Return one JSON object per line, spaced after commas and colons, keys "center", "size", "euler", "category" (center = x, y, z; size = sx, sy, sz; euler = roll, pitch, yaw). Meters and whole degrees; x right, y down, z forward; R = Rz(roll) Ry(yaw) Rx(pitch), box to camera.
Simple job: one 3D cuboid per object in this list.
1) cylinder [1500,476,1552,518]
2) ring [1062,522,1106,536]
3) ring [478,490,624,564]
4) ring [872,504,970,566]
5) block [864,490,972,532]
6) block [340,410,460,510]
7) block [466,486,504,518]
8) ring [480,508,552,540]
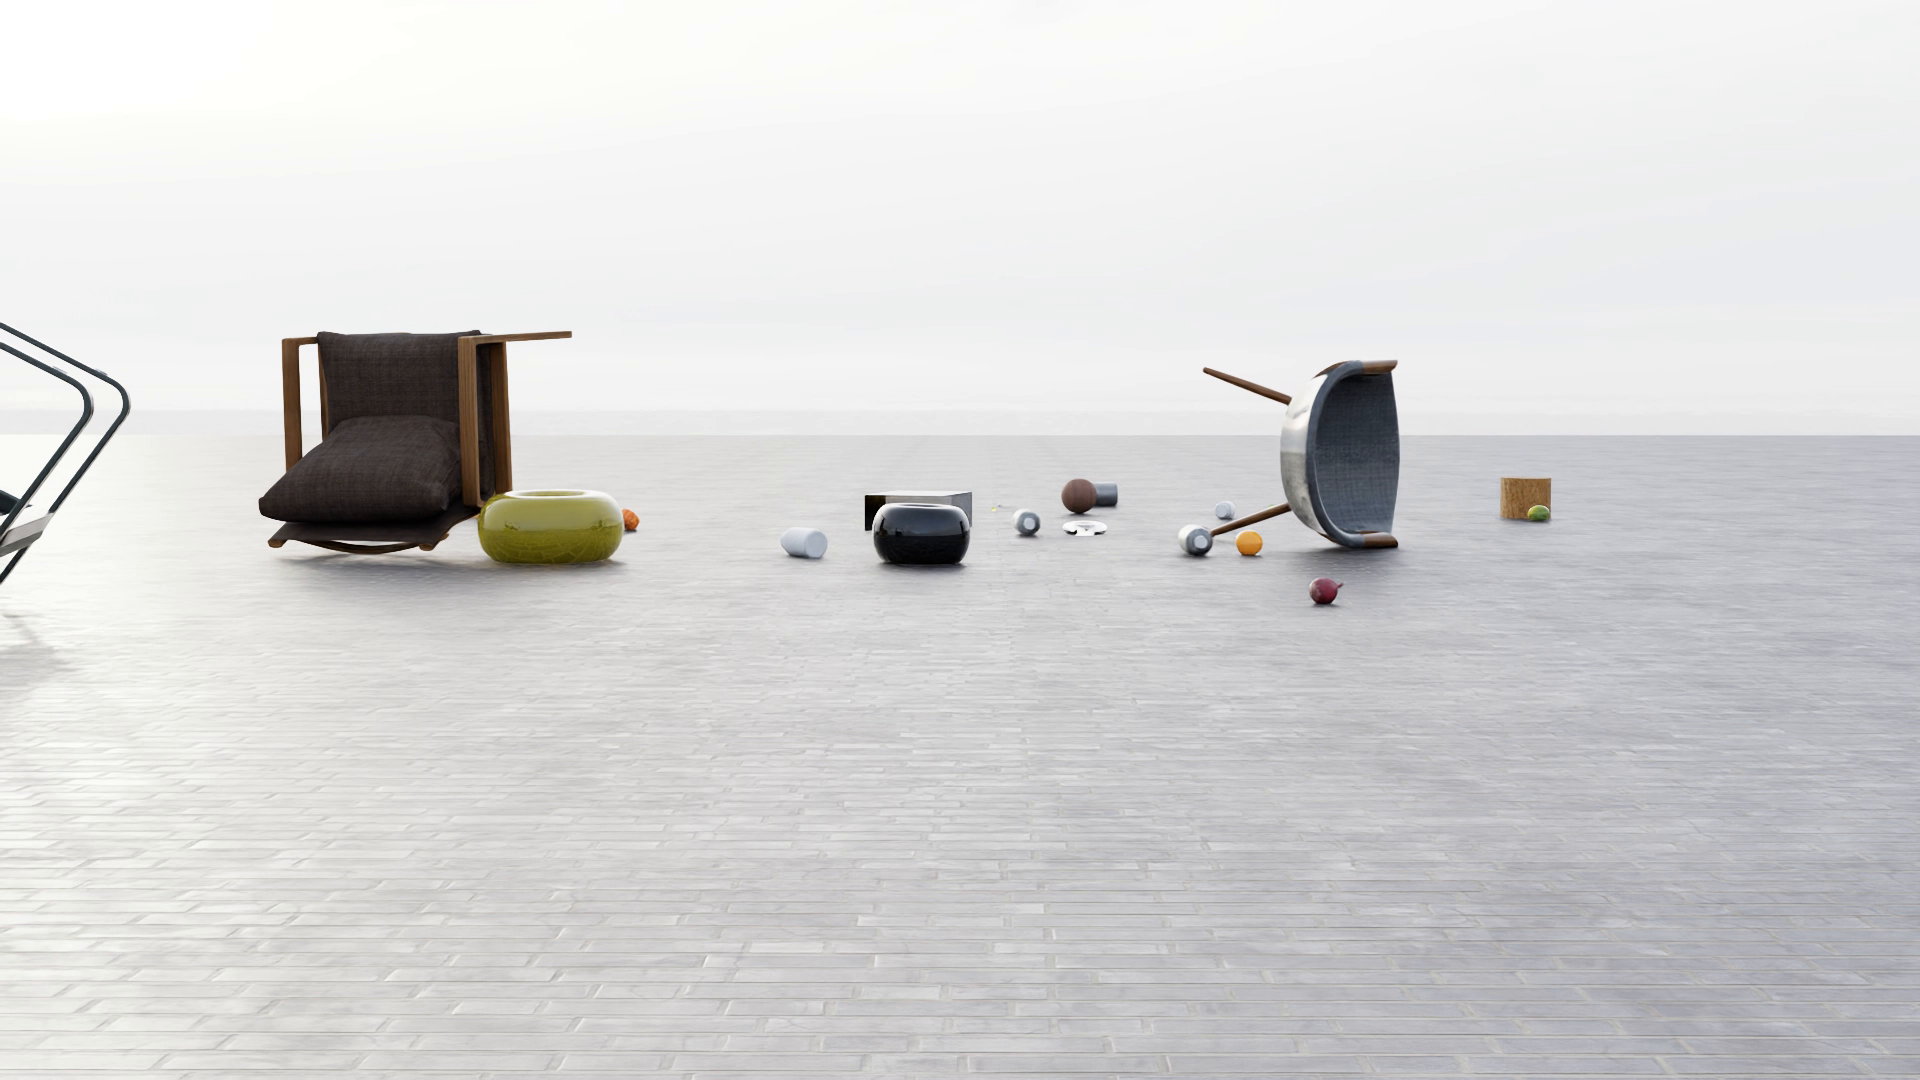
{"center": [1.983, -0.150, 7.713], "size": [0.169, 0.139, 0.213], "euler": [0, 4, -1], "category": "cylinder"}
{"center": [0.387, -0.036, 6.810], "size": [0.137, 0.037, 0.178], "euler": [2, 5, 13], "category": "ring"}
{"center": [-1.073, -0.034, 5.777], "size": [0.350, 0.178, 0.406], "euler": [5, 7, 36], "category": "ring"}
{"center": [-0.101, -0.015, 5.699], "size": [0.248, 0.150, 0.269], "euler": [-1, 5, -39], "category": "ring"}
{"center": [-0.131, -0.092, 7.047], "size": [0.260, 0.116, 0.303], "euler": [1, 4, 18], "category": "block"}
{"center": [-2.136, -0.311, 8.396], "size": [0.365, 0.367, 0.246], "euler": [2, 4, 25], "category": "block"}
{"center": [-1.665, -0.132, 7.713], "size": [0.085, 0.103, 0.105], "euler": [4, 5, 43], "category": "block"}
{"center": [-1.308, -0.046, 6.491], "size": [0.165, 0.053, 0.350], "euler": [-24, -7, 15], "category": "ring"}
